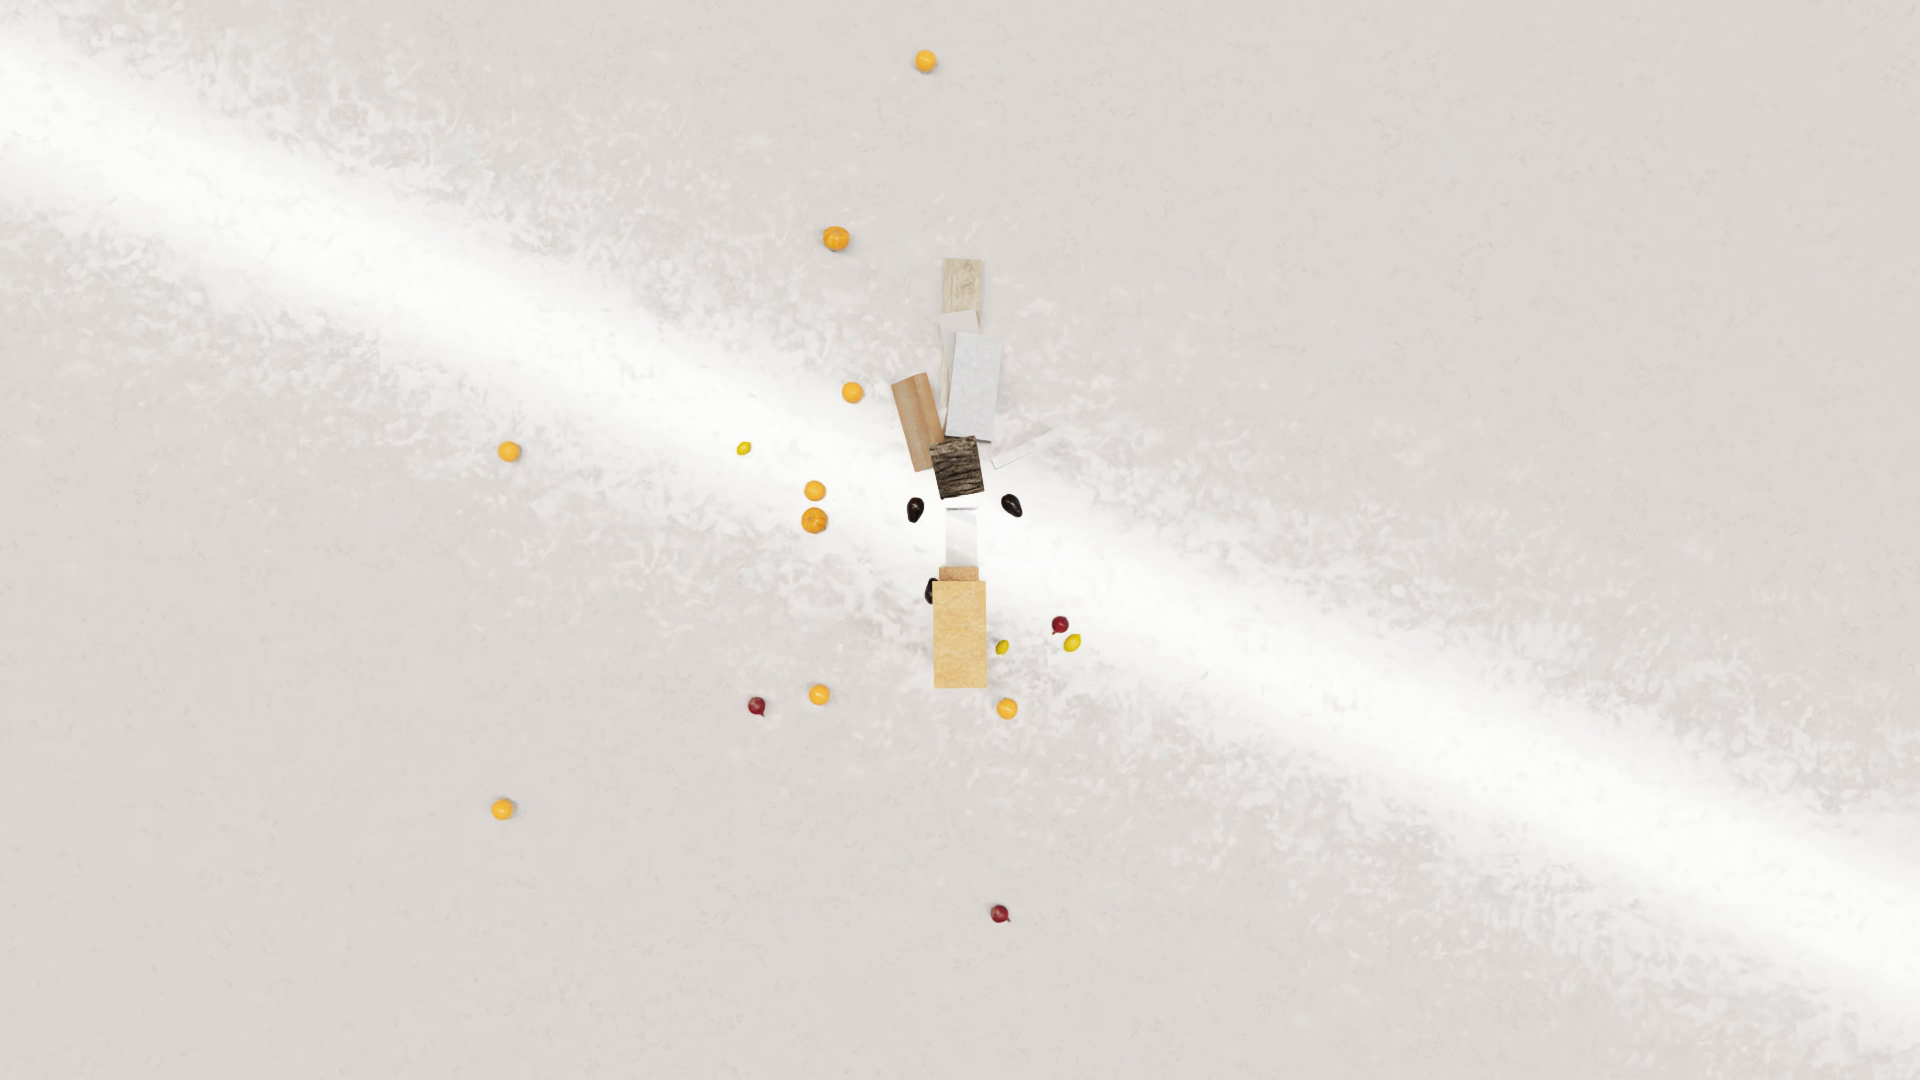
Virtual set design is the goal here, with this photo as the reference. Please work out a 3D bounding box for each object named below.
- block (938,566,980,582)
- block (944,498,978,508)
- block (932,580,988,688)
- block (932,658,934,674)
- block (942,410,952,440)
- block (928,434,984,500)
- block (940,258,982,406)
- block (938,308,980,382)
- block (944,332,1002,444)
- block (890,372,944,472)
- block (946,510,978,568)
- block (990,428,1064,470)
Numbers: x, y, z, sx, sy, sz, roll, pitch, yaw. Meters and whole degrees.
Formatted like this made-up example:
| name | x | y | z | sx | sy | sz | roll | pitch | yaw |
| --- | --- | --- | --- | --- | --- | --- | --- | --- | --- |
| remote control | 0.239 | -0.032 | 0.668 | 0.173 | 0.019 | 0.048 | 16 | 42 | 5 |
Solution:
| name | x | y | z | sx | sy | sz | roll | pitch | yaw |
| --- | --- | --- | --- | --- | --- | --- | --- | --- | --- |
| block | -0.003 | 0.214 | 5.226 | 0.128 | 0.036 | 0.256 | 0 | 90 | 0 |
| block | 0.005 | -0.119 | 5.392 | 0.108 | 0.215 | 0.030 | -1 | 90 | 0 |
| block | 0.000 | 0.279 | 4.871 | 0.157 | 0.045 | 0.315 | -1 | 90 | 0 |
| block | -0.002 | 0.379 | 5.196 | 0.157 | 0.607 | 0.045 | 0 | 89 | 0 |
| block | 0.000 | -0.374 | 5.430 | 0.108 | 0.030 | 0.215 | 13 | 99 | -2 |
| block | -0.009 | -0.232 | 5.356 | 0.151 | 0.302 | 0.043 | -12 | 63 | 0 |
| block | 0.004 | -0.687 | 5.483 | 0.122 | 0.035 | 0.489 | 2 | 90 | 0 |
| block | 0.012 | -0.631 | 5.448 | 0.122 | 0.035 | 0.244 | -11 | 90 | 0 |
| block | 0.045 | -0.497 | 5.381 | 0.151 | 0.043 | 0.349 | 7 | 81 | -3 |
| block | -0.130 | -0.385 | 5.427 | 0.043 | 0.151 | 0.302 | -15 | 90 | -37 |
| block | 0.005 | 0.007 | 5.283 | 0.101 | 0.029 | 0.202 | 0 | 91 | 0 |
| block | 0.220 | -0.300 | 5.439 | 0.244 | 0.122 | 0.035 | -25 | 90 | 0 |
